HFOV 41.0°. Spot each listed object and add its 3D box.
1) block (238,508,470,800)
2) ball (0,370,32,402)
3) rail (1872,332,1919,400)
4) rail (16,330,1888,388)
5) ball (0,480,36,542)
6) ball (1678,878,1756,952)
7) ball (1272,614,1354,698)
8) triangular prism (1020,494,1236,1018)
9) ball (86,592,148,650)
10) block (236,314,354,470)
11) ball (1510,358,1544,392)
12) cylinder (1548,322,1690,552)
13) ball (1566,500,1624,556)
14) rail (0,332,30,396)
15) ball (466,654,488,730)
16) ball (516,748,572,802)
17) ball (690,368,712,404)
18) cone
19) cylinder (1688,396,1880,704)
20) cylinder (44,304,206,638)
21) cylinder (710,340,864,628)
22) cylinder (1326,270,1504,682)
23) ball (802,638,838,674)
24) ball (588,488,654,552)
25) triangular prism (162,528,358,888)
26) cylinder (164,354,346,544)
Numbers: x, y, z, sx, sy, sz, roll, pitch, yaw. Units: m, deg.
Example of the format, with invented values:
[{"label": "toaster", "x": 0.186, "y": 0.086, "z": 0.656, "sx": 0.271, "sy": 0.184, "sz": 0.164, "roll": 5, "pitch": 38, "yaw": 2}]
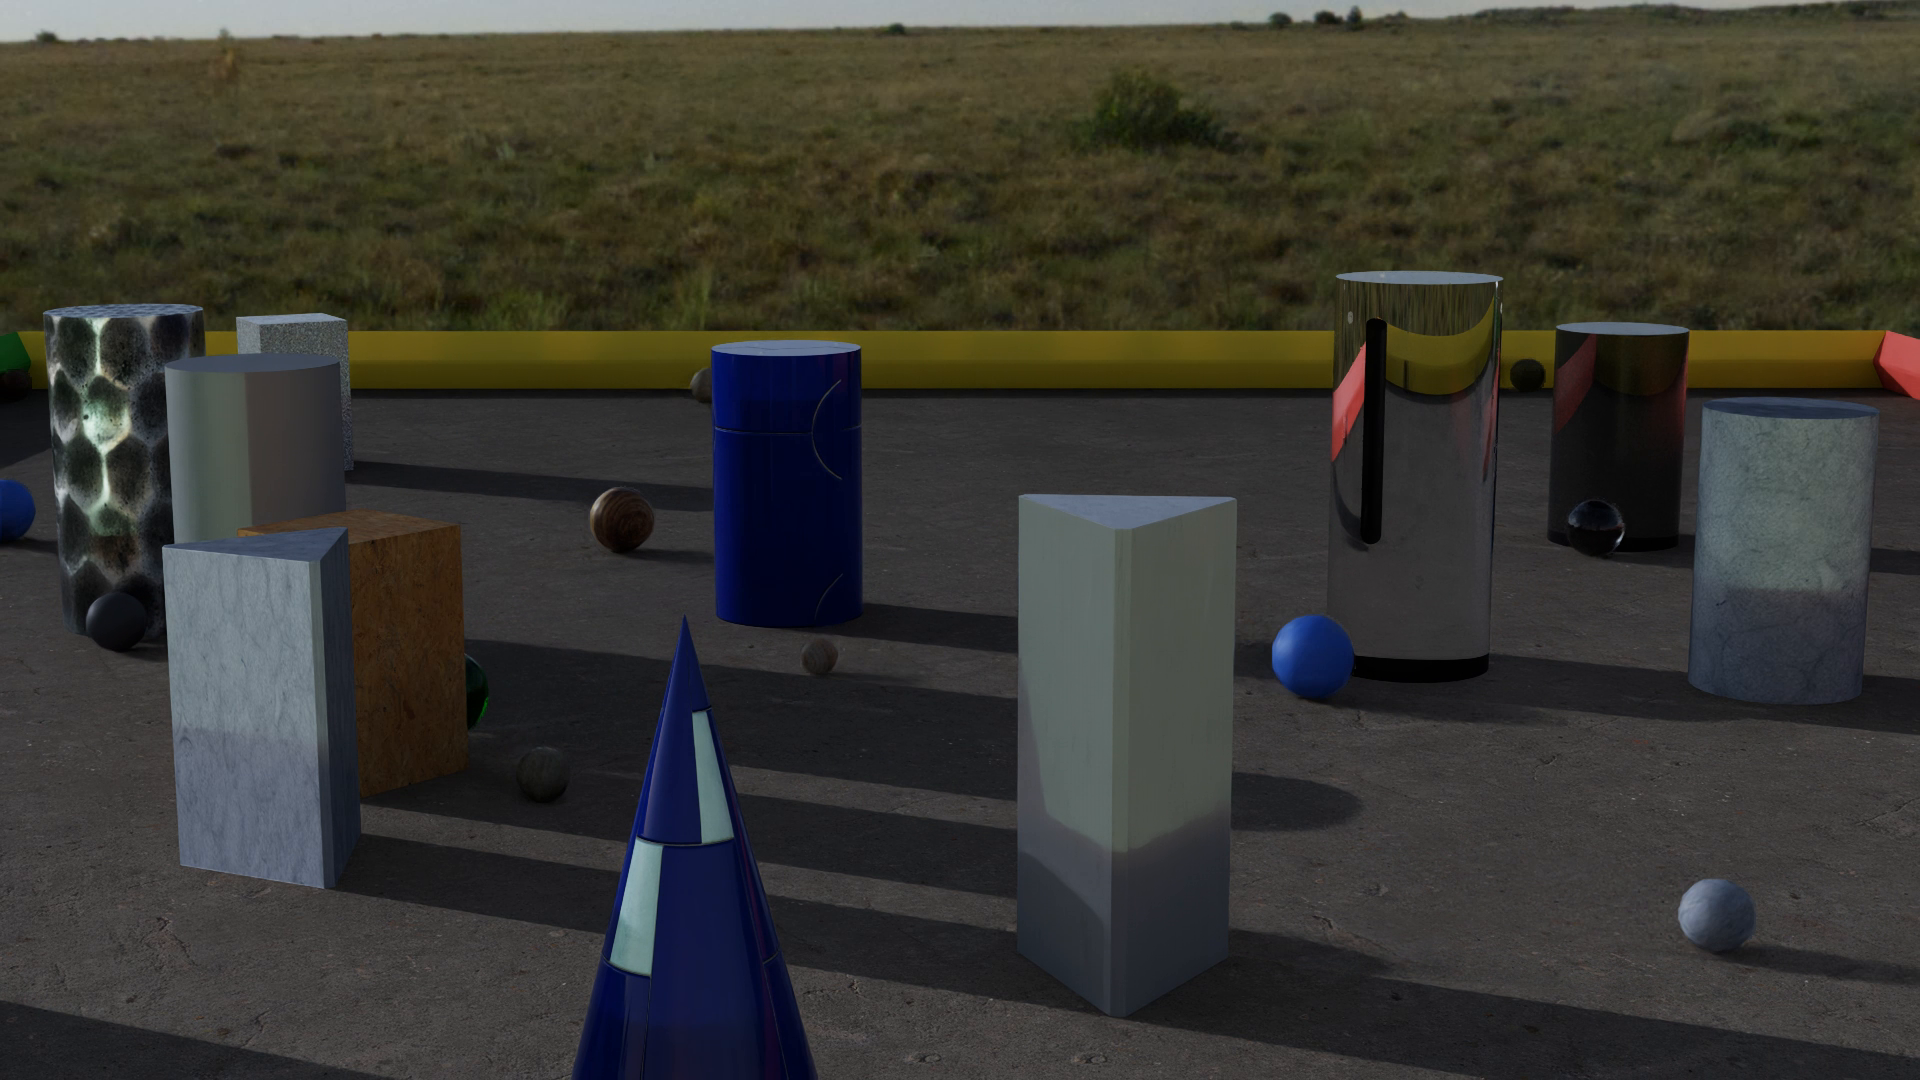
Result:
[{"label": "block", "x": -0.627, "y": 0.114, "z": 2.657, "sx": 0.159, "sy": 0.260, "sz": 0.159, "roll": 8, "pitch": 13, "yaw": 38}, {"label": "ball", "x": -2.075, "y": -0.338, "z": 5.629, "sx": 0.069, "sy": 0.069, "sz": 0.069, "roll": 0, "pitch": 10, "yaw": 0}, {"label": "rail", "x": 2.107, "y": 0.031, "z": 3.461, "sx": 0.045, "sy": 0.129, "sz": 4.892, "roll": 0, "pitch": 10, "yaw": 0}, {"label": "rail", "x": -0.014, "y": -0.407, "z": 5.831, "sx": 4.262, "sy": 0.129, "sz": 0.045, "roll": 0, "pitch": 10, "yaw": 0}, {"label": "ball", "x": -1.481, "y": -0.045, "z": 3.967, "sx": 0.096, "sy": 0.096, "sz": 0.096, "roll": 0, "pitch": 10, "yaw": 0}, {"label": "ball", "x": 0.629, "y": 0.312, "z": 2.133, "sx": 0.061, "sy": 0.061, "sz": 0.061, "roll": 0, "pitch": 10, "yaw": 0}, {"label": "ball", "x": 0.411, "y": 0.136, "z": 2.991, "sx": 0.096, "sy": 0.096, "sz": 0.096, "roll": 0, "pitch": 10, "yaw": 0}, {"label": "triangular prism", "x": 0.110, "y": 0.160, "z": 2.064, "sx": 0.149, "sy": 0.385, "sz": 0.172, "roll": 7, "pitch": 13, "yaw": 34}, {"label": "ball", "x": -1.062, "y": 0.102, "z": 3.233, "sx": 0.074, "sy": 0.074, "sz": 0.074, "roll": 0, "pitch": 10, "yaw": 0}, {"label": "block", "x": -1.214, "y": -0.268, "z": 4.684, "sx": 0.159, "sy": 0.273, "sz": 0.159, "roll": -6, "pitch": 12, "yaw": -29}, {"label": "ball", "x": 1.279, "y": -0.371, "z": 5.789, "sx": 0.075, "sy": 0.075, "sz": 0.075, "roll": 0, "pitch": 10, "yaw": 0}, {"label": "cylinder", "x": 1.014, "y": -0.162, "z": 3.958, "sx": 0.199, "sy": 0.330, "sz": 0.199, "roll": 0, "pitch": 10, "yaw": 0}, {"label": "ball", "x": 0.953, "y": -0.018, "z": 3.851, "sx": 0.086, "sy": 0.086, "sz": 0.086, "roll": 0, "pitch": 10, "yaw": 0}, {"label": "rail", "x": -2.107, "y": 0.035, "z": 3.437, "sx": 0.045, "sy": 0.129, "sz": 4.892, "roll": 0, "pitch": 10, "yaw": 0}, {"label": "ball", "x": -0.567, "y": 0.167, "z": 2.811, "sx": 0.099, "sy": 0.099, "sz": 0.099, "roll": 0, "pitch": 10, "yaw": 0}, {"label": "ball", "x": -0.417, "y": 0.235, "z": 2.571, "sx": 0.054, "sy": 0.054, "sz": 0.054, "roll": 0, "pitch": 10, "yaw": 0}, {"label": "ball", "x": -0.547, "y": -0.336, "z": 5.587, "sx": 0.079, "sy": 0.079, "sz": 0.079, "roll": 0, "pitch": 10, "yaw": 0}, {"label": "cone", "x": -0.175, "y": 0.235, "z": 1.664, "sx": 0.199, "sy": 0.384, "sz": 0.199, "roll": 0, "pitch": 10, "yaw": 0}, {"label": "cylinder", "x": 0.970, "y": 0.009, "z": 3.029, "sx": 0.199, "sy": 0.332, "sz": 0.199, "roll": 0, "pitch": 10, "yaw": 0}, {"label": "cylinder", "x": -1.084, "y": -0.095, "z": 3.366, "sx": 0.199, "sy": 0.413, "sz": 0.199, "roll": 0, "pitch": 10, "yaw": 0}, {"label": "cylinder", "x": -0.230, "y": -0.079, "z": 3.429, "sx": 0.199, "sy": 0.358, "sz": 0.199, "roll": 0, "pitch": 10, "yaw": 0}, {"label": "cylinder", "x": 0.550, "y": -0.081, "z": 3.119, "sx": 0.199, "sy": 0.476, "sz": 0.199, "roll": 0, "pitch": 10, "yaw": 0}, {"label": "ball", "x": -0.170, "y": 0.141, "z": 3.107, "sx": 0.044, "sy": 0.044, "sz": 0.044, "roll": 0, "pitch": 10, "yaw": 0}, {"label": "ball", "x": -0.513, "y": -0.030, "z": 3.886, "sx": 0.097, "sy": 0.097, "sz": 0.097, "roll": 0, "pitch": 10, "yaw": 0}, {"label": "triangular prism", "x": -0.611, "y": 0.147, "z": 2.376, "sx": 0.172, "sy": 0.298, "sz": 0.149, "roll": 5, "pitch": 12, "yaw": 25}, {"label": "cylinder", "x": -0.830, "y": -0.020, "z": 3.045, "sx": 0.199, "sy": 0.383, "sz": 0.199, "roll": 0, "pitch": 10, "yaw": 0}]
